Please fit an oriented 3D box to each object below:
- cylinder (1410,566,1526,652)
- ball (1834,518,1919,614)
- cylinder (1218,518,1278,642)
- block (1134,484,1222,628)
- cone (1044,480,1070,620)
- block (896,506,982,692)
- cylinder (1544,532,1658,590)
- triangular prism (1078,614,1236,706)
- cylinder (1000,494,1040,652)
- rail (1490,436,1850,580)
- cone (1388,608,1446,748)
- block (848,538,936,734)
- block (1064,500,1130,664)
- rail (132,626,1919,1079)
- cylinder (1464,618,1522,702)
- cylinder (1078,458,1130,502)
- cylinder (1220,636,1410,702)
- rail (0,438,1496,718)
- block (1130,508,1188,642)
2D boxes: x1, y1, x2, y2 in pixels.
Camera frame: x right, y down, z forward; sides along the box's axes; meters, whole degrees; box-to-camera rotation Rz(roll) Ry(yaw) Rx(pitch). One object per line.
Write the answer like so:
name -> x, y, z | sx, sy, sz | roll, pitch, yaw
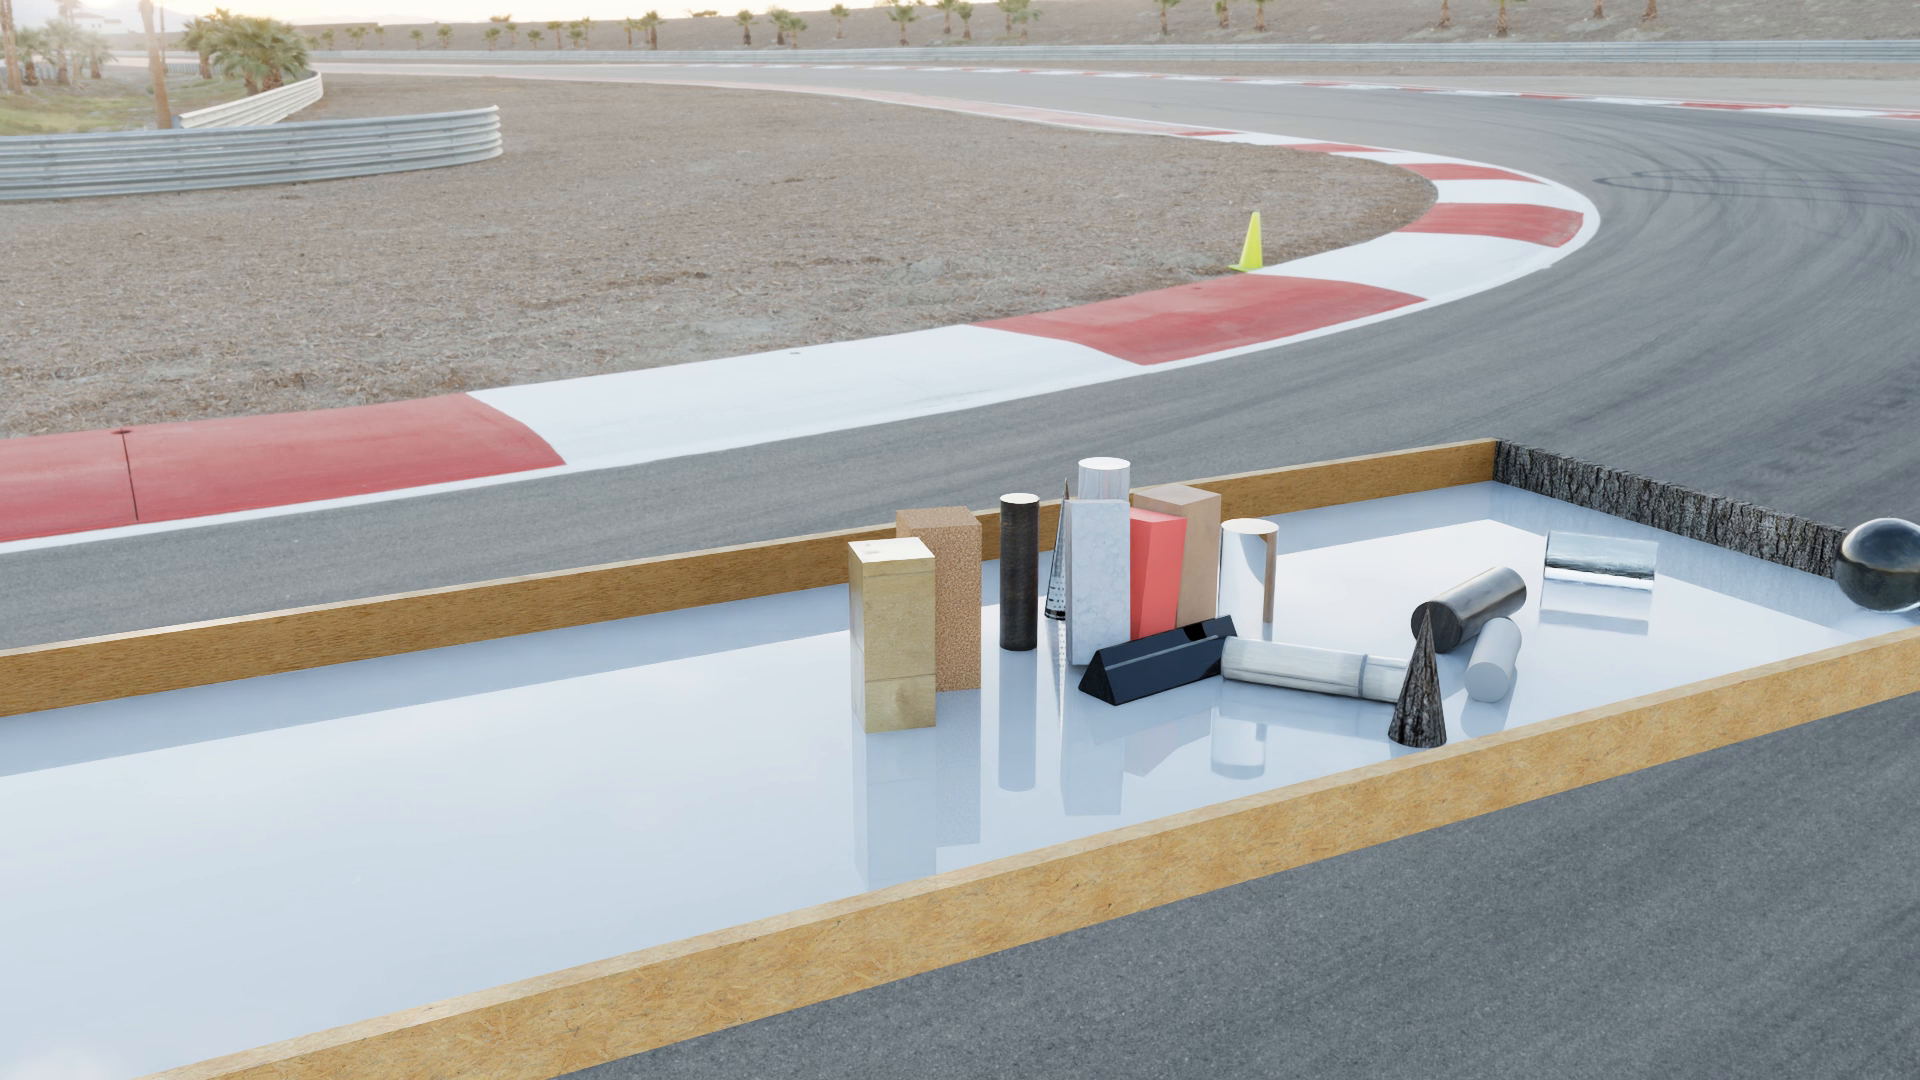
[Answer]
cylinder -> 1.385, 0.185, 4.477 | 0.140, 0.140, 0.415 | 14, 21, 40
ball -> 2.605, 0.072, 4.629 | 0.270, 0.270, 0.270 | 0, 16, 0
cylinder -> 0.751, 0.127, 4.318 | 0.146, 0.340, 0.146 | 0, 16, 0
block -> 0.597, 0.044, 4.576 | 0.170, 0.355, 0.170 | -15, 22, -41
cone -> 0.292, 0.013, 4.587 | 0.111, 0.409, 0.111 | 0, 16, 0
block -> -0.053, 0.147, 4.103 | 0.177, 0.424, 0.177 | -4, 17, -13
cylinder -> 1.901, 0.061, 4.897 | 0.303, 0.142, 0.142 | 7, 18, 22
triangular prism -> 0.515, 0.288, 4.150 | 0.452, 0.121, 0.140 | -12, 20, -35
cylinder -> 0.156, 0.086, 4.346 | 0.103, 0.405, 0.103 | 0, 16, 0
rail -> 2.466, -0.048, 5.253 | 0.050, 0.150, 2.100 | -9, 18, -27
cone -> 1.056, 0.299, 3.763 | 0.132, 0.323, 0.132 | 0, 16, 0
block -> -0.160, 0.221, 3.865 | 0.168, 0.416, 0.168 | -4, 17, -14
block -> 0.352, 0.105, 4.235 | 0.147, 0.409, 0.147 | -1, 5, -3
rail -> -2.336, 1.006, 1.665 | 12.000, 0.150, 0.050 | -9, 18, -27
cylinder -> 1.344, 0.299, 4.154 | 0.104, 0.104, 0.356 | 7, 18, 22
cylinder -> 0.420, -0.046, 4.853 | 0.149, 0.370, 0.149 | 0, 16, 0
cylinder -> 0.877, 0.319, 4.079 | 0.445, 0.107, 0.107 | 7, 18, 22
rail -> -3.305, 0.497, 3.399 | 12.000, 0.150, 0.050 | -9, 18, -27
block -> 0.464, 0.097, 4.392 | 0.177, 0.334, 0.177 | 13, 12, 37
